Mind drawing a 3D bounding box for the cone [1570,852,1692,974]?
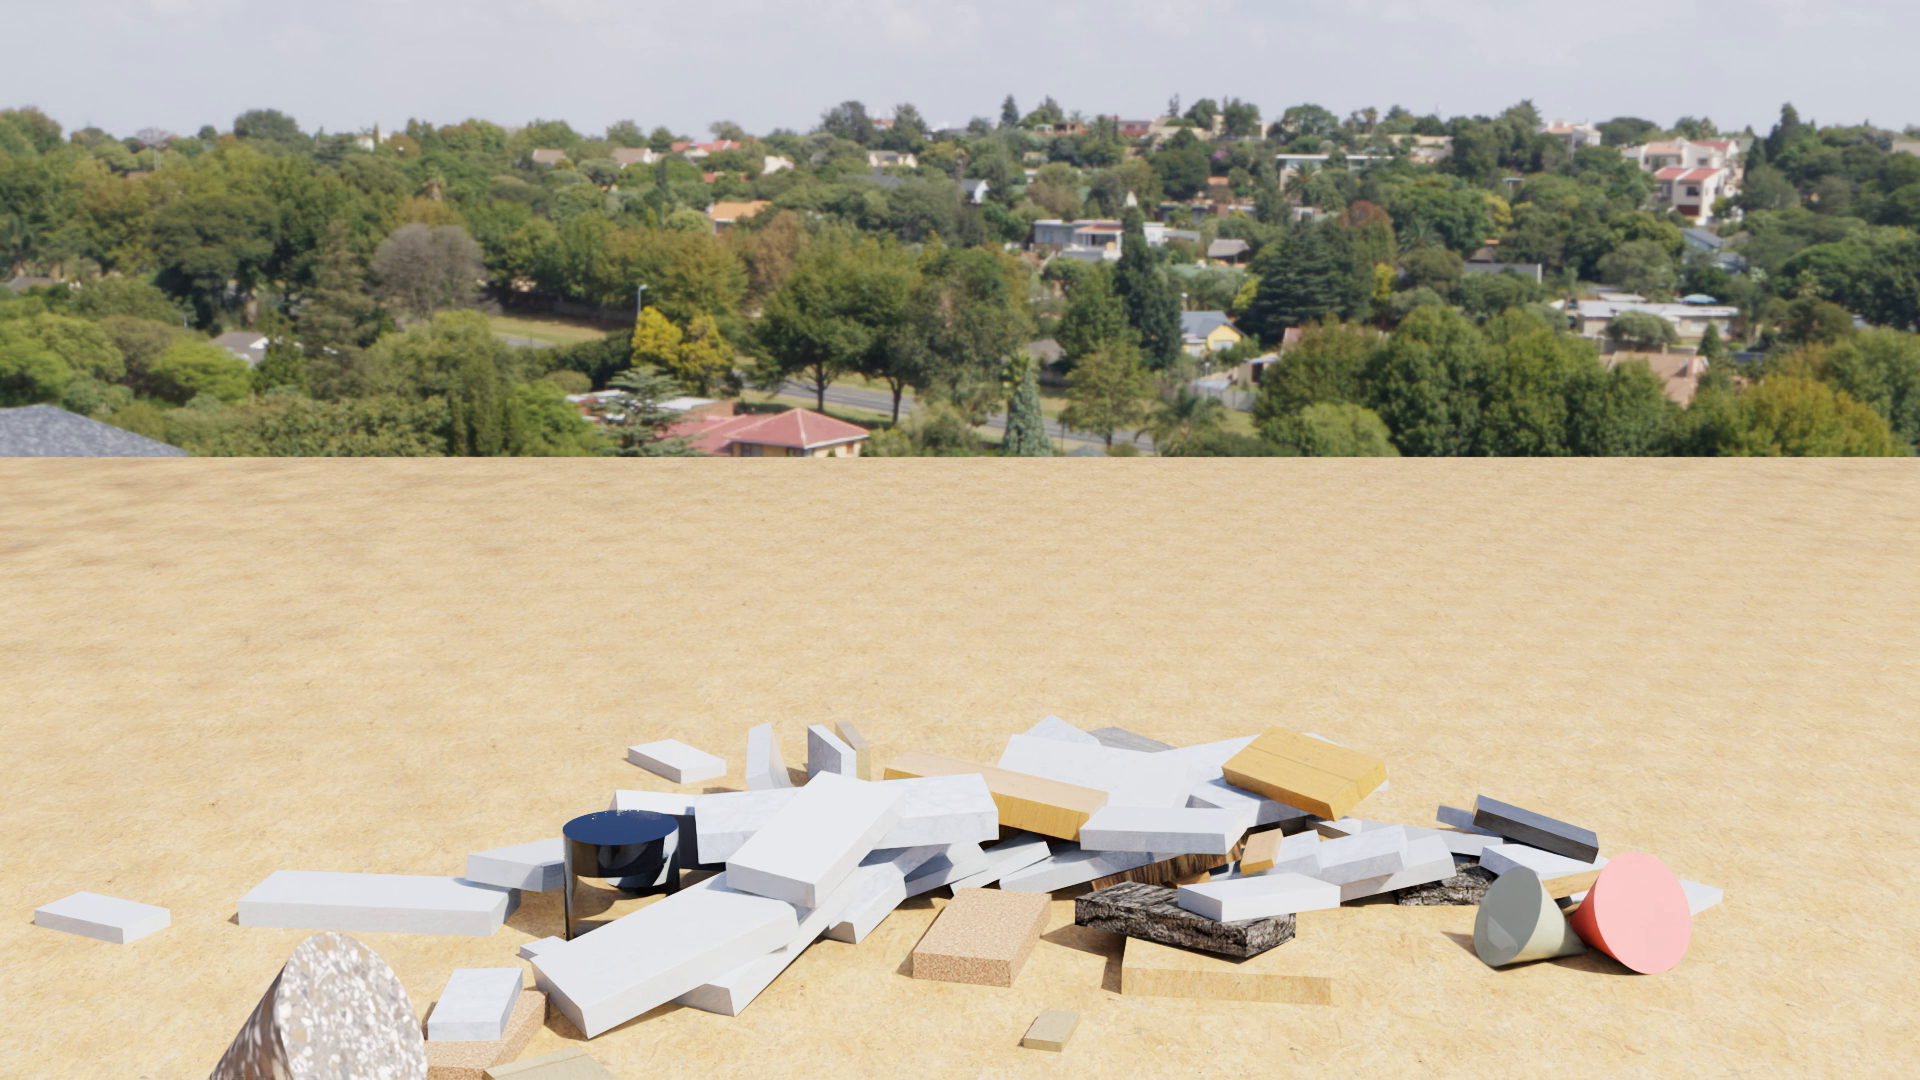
[{"bbox_3d":[1.001,0.593,3.424,0.185,0.185,0.185,-5,-15,-27],"label":"cone"}]

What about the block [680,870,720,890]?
[{"bbox_3d":[-0.433,0.575,3.701,0.063,0.018,0.125,3,11,16],"label":"block"}]

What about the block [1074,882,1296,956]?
[{"bbox_3d":[0.345,0.580,3.379,0.303,0.043,0.152,4,5,37],"label":"block"}]

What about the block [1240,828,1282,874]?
[{"bbox_3d":[0.496,0.511,3.613,0.054,0.015,0.146,-16,8,17],"label":"block"}]

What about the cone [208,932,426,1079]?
[{"bbox_3d":[-0.884,0.684,2.819,0.278,0.278,0.278,-25,4,17],"label":"cone"}]

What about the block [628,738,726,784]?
[{"bbox_3d":[-0.566,0.441,4.390,0.103,0.029,0.206,-8,13,-38],"label":"block"}]

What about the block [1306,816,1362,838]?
[{"bbox_3d":[0.701,0.524,3.971,0.071,0.020,0.142,-8,13,-36],"label":"block"}]

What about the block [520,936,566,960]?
[{"bbox_3d":[-0.605,0.639,3.357,0.063,0.018,0.146,-10,15,-43],"label":"block"}]

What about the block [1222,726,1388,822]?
[{"bbox_3d":[0.611,0.413,3.915,0.139,0.039,0.278,-34,26,-26],"label":"block"}]

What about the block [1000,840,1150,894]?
[{"bbox_3d":[0.191,0.536,3.666,0.246,0.035,0.123,-17,9,6],"label":"block"}]

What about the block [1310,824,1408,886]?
[{"bbox_3d":[0.615,0.533,3.633,0.241,0.034,0.121,-16,10,17],"label":"block"}]

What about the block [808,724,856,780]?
[{"bbox_3d":[-0.248,0.432,4.236,0.029,0.103,0.206,-4,11,-21],"label":"block"}]

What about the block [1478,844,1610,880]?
[{"bbox_3d":[0.990,0.545,3.679,0.234,0.033,0.117,4,13,-39],"label":"block"}]

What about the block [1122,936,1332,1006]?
[{"bbox_3d":[0.399,0.639,3.289,0.303,0.043,0.152,1,11,8],"label":"block"}]

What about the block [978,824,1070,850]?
[{"bbox_3d":[0.115,0.525,3.775,0.175,0.087,0.025,3,7,15],"label":"block"}]

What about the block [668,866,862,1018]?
[{"bbox_3d":[-0.316,0.586,3.326,0.174,0.049,0.348,6,26,30],"label":"block"}]

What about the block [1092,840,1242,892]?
[{"bbox_3d":[0.343,0.529,3.647,0.246,0.035,0.123,-18,8,10],"label":"block"}]

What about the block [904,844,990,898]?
[{"bbox_3d":[-0.044,0.552,3.662,0.175,0.025,0.087,-19,11,-8],"label":"block"}]

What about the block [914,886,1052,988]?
[{"bbox_3d":[0.039,0.614,3.421,0.150,0.042,0.300,3,11,14],"label":"block"}]

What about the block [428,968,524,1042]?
[{"bbox_3d":[-0.676,0.648,3.075,0.097,0.027,0.193,0,11,-2],"label":"block"}]

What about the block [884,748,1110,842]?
[{"bbox_3d":[0.062,0.435,3.760,0.357,0.051,0.179,11,8,13],"label":"block"}]

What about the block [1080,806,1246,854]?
[{"bbox_3d":[0.332,0.474,3.597,0.246,0.035,0.123,-1,11,23],"label":"block"}]

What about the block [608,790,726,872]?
[{"bbox_3d":[-0.444,0.487,3.659,0.296,0.148,0.042,7,44,-22],"label":"block"}]

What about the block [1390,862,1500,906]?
[{"bbox_3d":[0.837,0.574,3.667,0.234,0.033,0.117,0,11,-1],"label":"block"}]

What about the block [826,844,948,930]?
[{"bbox_3d":[-0.163,0.519,3.544,0.142,0.040,0.284,14,32,41],"label":"block"}]

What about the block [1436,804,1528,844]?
[{"bbox_3d":[0.944,0.509,3.886,0.104,0.029,0.207,14,-1,-20],"label":"block"}]

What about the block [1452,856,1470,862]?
[{"bbox_3d":[0.801,0.558,3.784,0.142,0.020,0.071,4,11,21],"label":"block"}]

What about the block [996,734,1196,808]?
[{"bbox_3d":[0.229,0.458,3.979,0.357,0.051,0.179,6,48,27],"label":"block"}]

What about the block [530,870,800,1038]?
[{"bbox_3d":[-0.429,0.596,3.210,0.348,0.049,0.174,-21,26,-29],"label":"block"}]

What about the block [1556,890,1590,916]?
[{"bbox_3d":[0.965,0.582,3.499,0.054,0.015,0.108,-8,-22,-24],"label":"block"}]

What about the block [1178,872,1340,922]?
[{"bbox_3d":[0.458,0.545,3.364,0.223,0.032,0.112,-1,4,-30],"label":"block"}]

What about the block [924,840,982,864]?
[{"bbox_3d":[-0.109,0.518,3.732,0.284,0.040,0.142,-19,15,-13],"label":"block"}]

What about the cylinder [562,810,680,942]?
[{"bbox_3d":[-0.531,0.537,3.459,0.180,0.180,0.180,0,11,0],"label":"cylinder"}]

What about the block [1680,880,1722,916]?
[{"bbox_3d":[1.180,0.592,3.605,0.150,0.020,0.071,-10,14,-42],"label":"block"}]

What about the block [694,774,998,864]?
[{"bbox_3d":[-0.186,0.446,3.537,0.474,0.049,0.174,-4,14,-8],"label":"block"}]

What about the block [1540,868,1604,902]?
[{"bbox_3d":[0.973,0.566,3.531,0.223,0.032,0.112,-4,-24,-33],"label":"block"}]

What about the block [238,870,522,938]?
[{"bbox_3d":[-0.938,0.588,3.564,0.417,0.042,0.150,1,11,7],"label":"block"}]

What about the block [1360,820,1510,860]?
[{"bbox_3d":[0.828,0.523,3.806,0.241,0.034,0.121,5,-11,27],"label":"block"}]

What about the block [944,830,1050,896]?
[{"bbox_3d":[0.057,0.542,3.687,0.175,0.025,0.087,-23,12,-10],"label":"block"}]

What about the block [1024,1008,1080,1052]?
[{"bbox_3d":[0.130,0.689,3.092,0.054,0.015,0.108,3,11,16],"label":"block"}]

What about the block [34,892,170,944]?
[{"bbox_3d":[-1.372,0.604,3.519,0.194,0.027,0.097,5,12,26],"label":"block"}]

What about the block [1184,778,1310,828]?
[{"bbox_3d":[0.556,0.466,4.003,0.303,0.043,0.152,-6,12,-31],"label":"block"}]

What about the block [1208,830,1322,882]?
[{"bbox_3d":[0.475,0.542,3.628,0.241,0.034,0.121,-16,8,13],"label":"block"}]

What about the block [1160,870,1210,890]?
[{"bbox_3d":[0.364,0.553,3.617,0.058,0.016,0.115,-21,8,-13],"label":"block"}]

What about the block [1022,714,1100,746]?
[{"bbox_3d":[0.194,0.414,4.412,0.104,0.029,0.207,-33,21,-15],"label":"block"}]

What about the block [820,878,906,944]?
[{"bbox_3d":[-0.245,0.569,3.559,0.284,0.040,0.142,8,29,32],"label":"block"}]

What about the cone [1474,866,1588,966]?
[{"bbox_3d":[0.906,0.606,3.384,0.160,0.160,0.160,25,3,-17],"label":"cone"}]

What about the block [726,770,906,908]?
[{"bbox_3d":[-0.216,0.454,3.366,0.150,0.042,0.300,10,26,23],"label":"block"}]

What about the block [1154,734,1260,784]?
[{"bbox_3d":[0.517,0.426,4.226,0.278,0.039,0.139,-6,12,-30],"label":"block"}]

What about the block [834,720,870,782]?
[{"bbox_3d":[-0.208,0.427,4.265,0.029,0.103,0.206,-3,11,-14],"label":"block"}]

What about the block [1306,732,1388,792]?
[{"bbox_3d":[0.662,0.414,4.061,0.133,0.038,0.266,-4,11,-21],"label":"block"}]

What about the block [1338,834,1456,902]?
[{"bbox_3d":[0.695,0.548,3.650,0.234,0.033,0.117,-13,10,4],"label":"block"}]

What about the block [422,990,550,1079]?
[{"bbox_3d":[-0.672,0.689,3.035,0.133,0.038,0.266,1,11,8],"label":"block"}]

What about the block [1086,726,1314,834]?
[{"bbox_3d":[0.447,0.459,4.266,0.139,0.039,0.633,-8,13,-35],"label":"block"}]

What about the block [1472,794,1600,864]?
[{"bbox_3d":[0.978,0.491,3.742,0.207,0.029,0.104,18,11,10],"label":"block"}]

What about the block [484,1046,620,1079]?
[{"bbox_3d":[-0.495,0.728,2.824,0.133,0.038,0.266,-7,13,-34],"label":"block"}]

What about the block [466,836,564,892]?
[{"bbox_3d":[-0.674,0.539,3.679,0.148,0.042,0.296,5,1,24],"label":"block"}]

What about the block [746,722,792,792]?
[{"bbox_3d":[-0.344,0.449,4.008,0.042,0.148,0.330,-18,11,-1],"label":"block"}]
